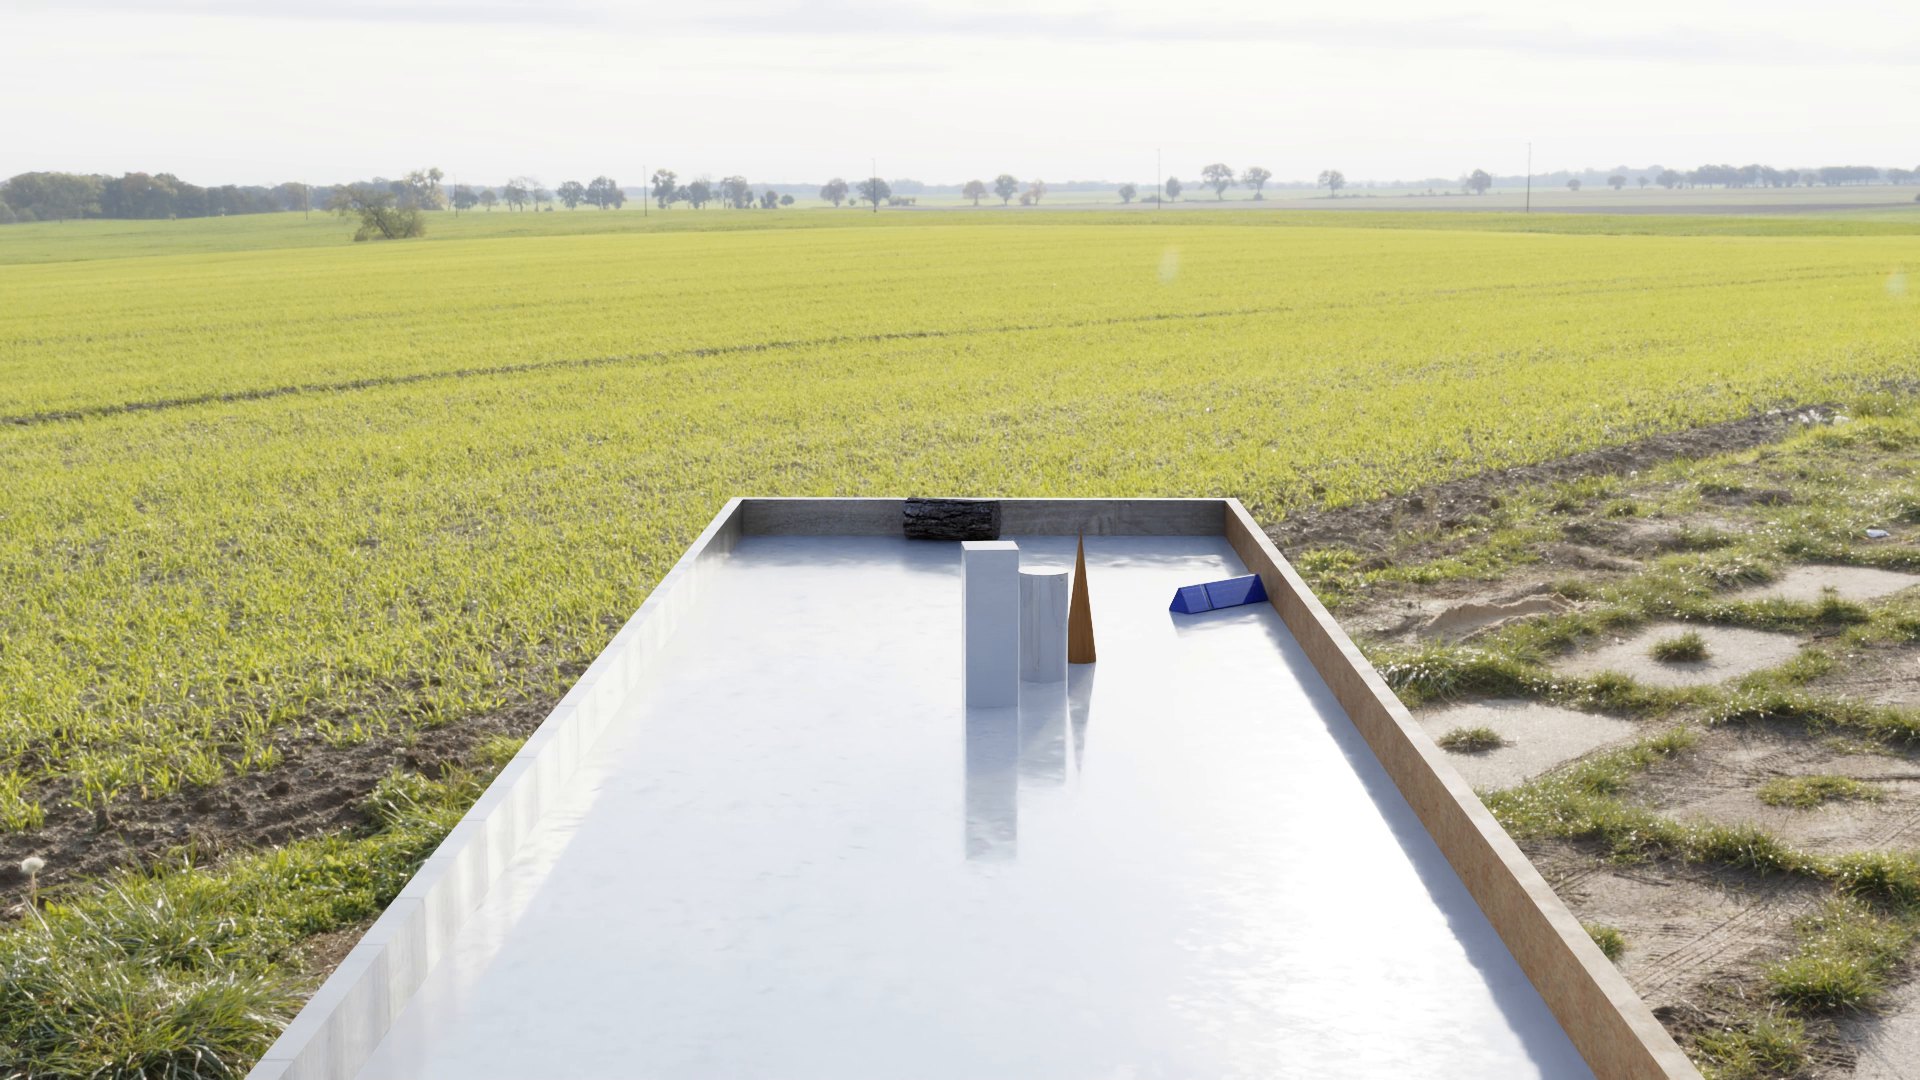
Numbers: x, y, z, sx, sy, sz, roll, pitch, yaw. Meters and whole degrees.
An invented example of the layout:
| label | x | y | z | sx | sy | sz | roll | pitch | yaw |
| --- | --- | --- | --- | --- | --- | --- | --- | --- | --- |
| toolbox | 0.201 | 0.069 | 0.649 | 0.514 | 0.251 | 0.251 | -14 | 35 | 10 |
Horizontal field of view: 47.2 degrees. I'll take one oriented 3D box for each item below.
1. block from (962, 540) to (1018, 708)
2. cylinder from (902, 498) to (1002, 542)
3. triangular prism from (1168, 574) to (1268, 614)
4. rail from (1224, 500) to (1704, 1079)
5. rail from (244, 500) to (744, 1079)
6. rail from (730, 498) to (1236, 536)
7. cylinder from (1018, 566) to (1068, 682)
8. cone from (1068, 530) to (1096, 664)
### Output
| label | x | y | z | sx | sy | sz | roll | pitch | yaw |
| --- | --- | --- | --- | --- | --- | --- | --- | --- | --- |
| block | 0.083 | 0.233 | 6.132 | 0.146 | 0.441 | 0.146 | -1 | 9 | -4 |
| cylinder | -0.032 | -0.084 | 8.997 | 0.372 | 0.170 | 0.170 | 2 | 9 | 14 |
| triangular prism | 0.895 | 0.181 | 7.579 | 0.399 | 0.086 | 0.099 | -8 | 12 | -40 |
| rail | 1.046 | 0.843 | 3.208 | 0.050 | 0.150 | 12.000 | 0 | 9 | 1 |
| rail | -1.004 | 0.839 | 3.234 | 0.050 | 0.150 | 12.000 | 0 | 9 | 1 |
| rail | 0.099 | -0.098 | 9.147 | 2.100 | 0.150 | 0.050 | 0 | 9 | 1 |
| cylinder | 0.243 | 0.246 | 6.444 | 0.147 | 0.318 | 0.147 | 0 | 9 | 0 |
| cone | 0.365 | 0.165 | 6.666 | 0.104 | 0.408 | 0.104 | 0 | 9 | 0 |
